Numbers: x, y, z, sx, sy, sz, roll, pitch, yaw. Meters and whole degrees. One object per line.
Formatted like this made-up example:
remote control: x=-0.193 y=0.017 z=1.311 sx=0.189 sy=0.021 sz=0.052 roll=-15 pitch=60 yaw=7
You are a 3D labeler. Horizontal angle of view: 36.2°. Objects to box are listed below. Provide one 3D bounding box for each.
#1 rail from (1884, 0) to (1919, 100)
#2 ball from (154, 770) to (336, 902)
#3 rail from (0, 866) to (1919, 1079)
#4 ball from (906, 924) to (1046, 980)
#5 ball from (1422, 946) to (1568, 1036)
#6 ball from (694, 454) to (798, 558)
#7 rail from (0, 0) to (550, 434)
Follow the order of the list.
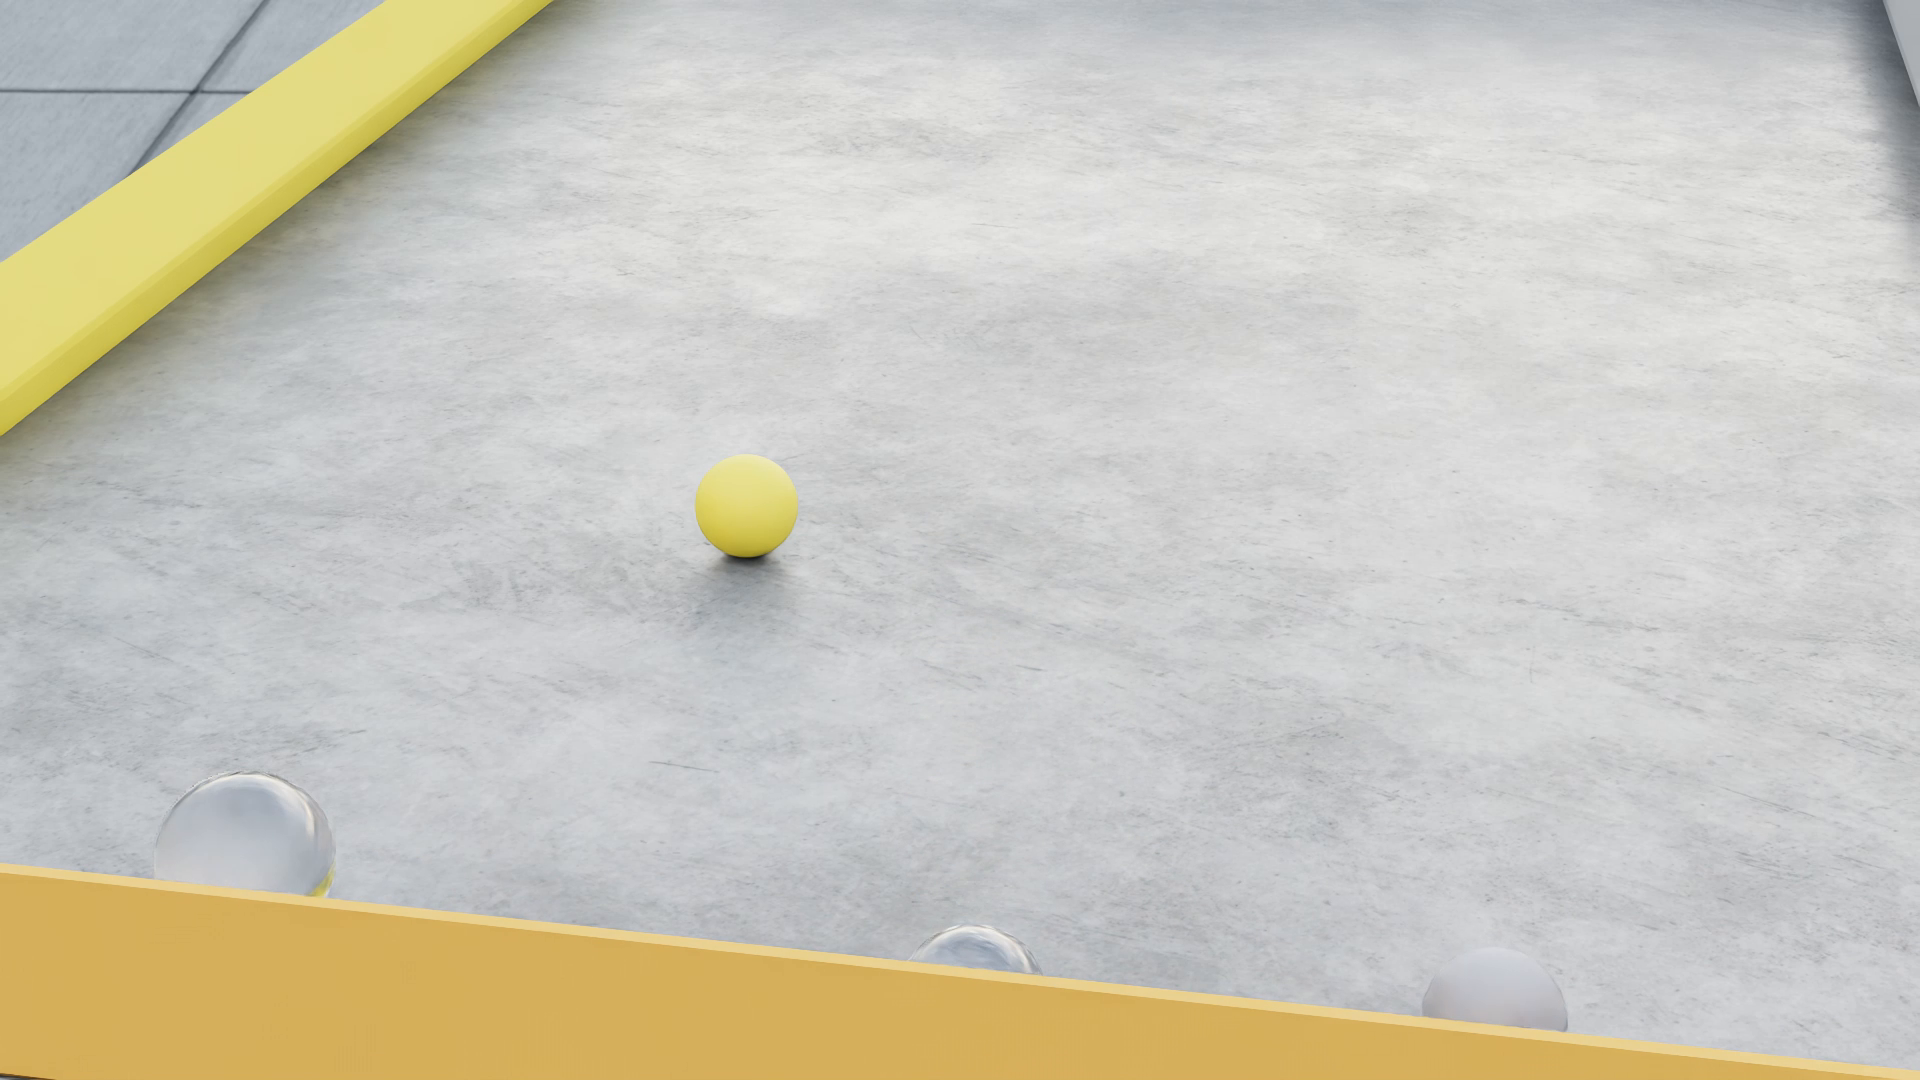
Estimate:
rail: x=0.835 y=-0.226 z=2.355 sx=0.045 sy=0.121 sz=2.529 roll=5 pitch=25 yaw=10
ball: x=-0.374 y=0.168 z=1.541 sx=0.093 sy=0.093 sz=0.093 roll=0 pitch=25 yaw=0
rail: x=-0.117 y=0.228 z=1.377 sx=1.501 sy=0.121 sz=0.045 roll=5 pitch=25 yaw=10
ball: x=0.006 y=0.225 z=1.442 sx=0.074 sy=0.074 sz=0.074 roll=0 pitch=25 yaw=0
ball: x=0.259 y=0.233 z=1.429 sx=0.070 sy=0.070 sz=0.070 roll=0 pitch=25 yaw=0
ball: x=-0.144 y=-0.023 z=1.981 sx=0.070 sy=0.070 sz=0.070 roll=0 pitch=25 yaw=0
rail: x=-0.591 y=-0.344 z=2.609 sx=0.045 sy=0.121 sz=2.529 roll=5 pitch=25 yaw=10
